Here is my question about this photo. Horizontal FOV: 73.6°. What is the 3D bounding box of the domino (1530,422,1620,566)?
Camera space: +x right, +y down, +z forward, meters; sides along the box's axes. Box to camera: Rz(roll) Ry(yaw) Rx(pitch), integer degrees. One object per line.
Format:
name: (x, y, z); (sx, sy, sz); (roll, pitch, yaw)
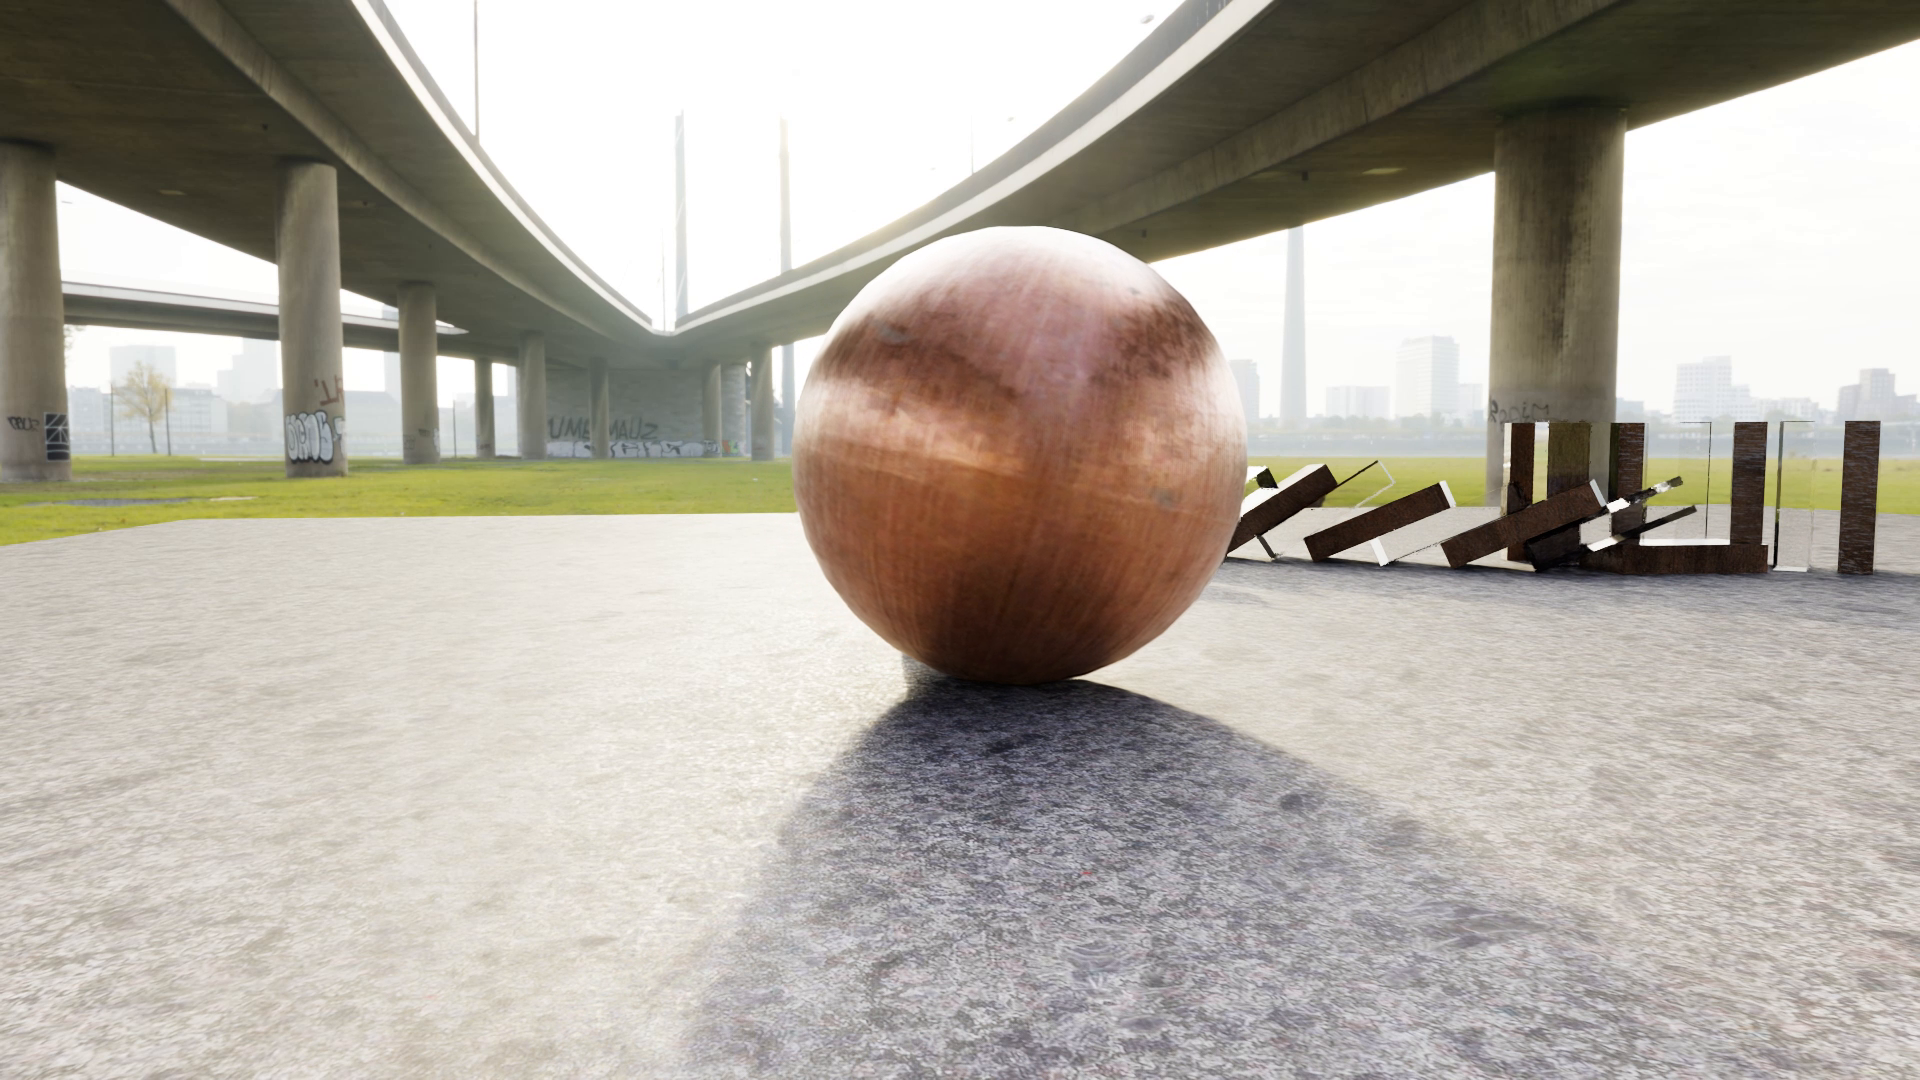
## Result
domino: (0.215, -0.016, 0.448); (0.025, 0.050, 0.010); (0, 4, -2)

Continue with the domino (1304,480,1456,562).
domino: (0.151, -0.007, 0.461); (0.050, 0.009, 0.025); (-25, -7, 25)

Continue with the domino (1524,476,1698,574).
domino: (0.213, -0.005, 0.422); (0.050, 0.010, 0.025); (-27, -4, 28)

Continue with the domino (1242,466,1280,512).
domino: (0.092, -0.011, 0.482); (0.050, 0.010, 0.025); (-32, 10, -10)

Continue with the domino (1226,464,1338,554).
domino: (0.115, -0.011, 0.481); (0.050, 0.010, 0.025); (-32, 2, 2)

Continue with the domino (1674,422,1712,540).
domino: (0.262, -0.017, 0.459); (0.010, 0.050, 0.025); (2, 5, 29)

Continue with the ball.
ball: (0.010, -0.015, 0.227); (0.080, 0.080, 0.080); (0, 4, 0)

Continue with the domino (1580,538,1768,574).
domino: (0.240, 0.005, 0.433); (0.050, 0.010, 0.025); (0, 4, -4)

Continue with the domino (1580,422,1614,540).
domino: (0.232, -0.018, 0.475); (0.009, 0.050, 0.025); (1, 4, 10)

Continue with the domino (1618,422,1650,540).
domino: (0.244, -0.018, 0.468); (0.010, 0.050, 0.025); (3, 5, 31)

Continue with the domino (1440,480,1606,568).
domino: (0.191, -0.005, 0.435); (0.050, 0.010, 0.025); (-27, -8, 29)

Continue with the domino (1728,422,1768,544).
domino: (0.275, -0.016, 0.448); (0.010, 0.050, 0.025); (2, 5, 30)

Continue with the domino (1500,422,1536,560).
domino: (0.213, -0.018, 0.469); (0.025, 0.050, 0.010); (1, 4, 10)

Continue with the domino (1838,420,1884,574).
domino: (0.300, -0.015, 0.428); (0.009, 0.050, 0.025); (3, 5, 37)

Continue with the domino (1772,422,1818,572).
domino: (0.286, -0.015, 0.439); (0.009, 0.050, 0.025); (3, 5, 36)

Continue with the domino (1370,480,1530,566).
domino: (0.171, -0.006, 0.448); (0.050, 0.010, 0.025); (-26, -8, 27)

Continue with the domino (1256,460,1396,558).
domino: (0.134, -0.011, 0.471); (0.050, 0.010, 0.025); (-35, -10, 18)
